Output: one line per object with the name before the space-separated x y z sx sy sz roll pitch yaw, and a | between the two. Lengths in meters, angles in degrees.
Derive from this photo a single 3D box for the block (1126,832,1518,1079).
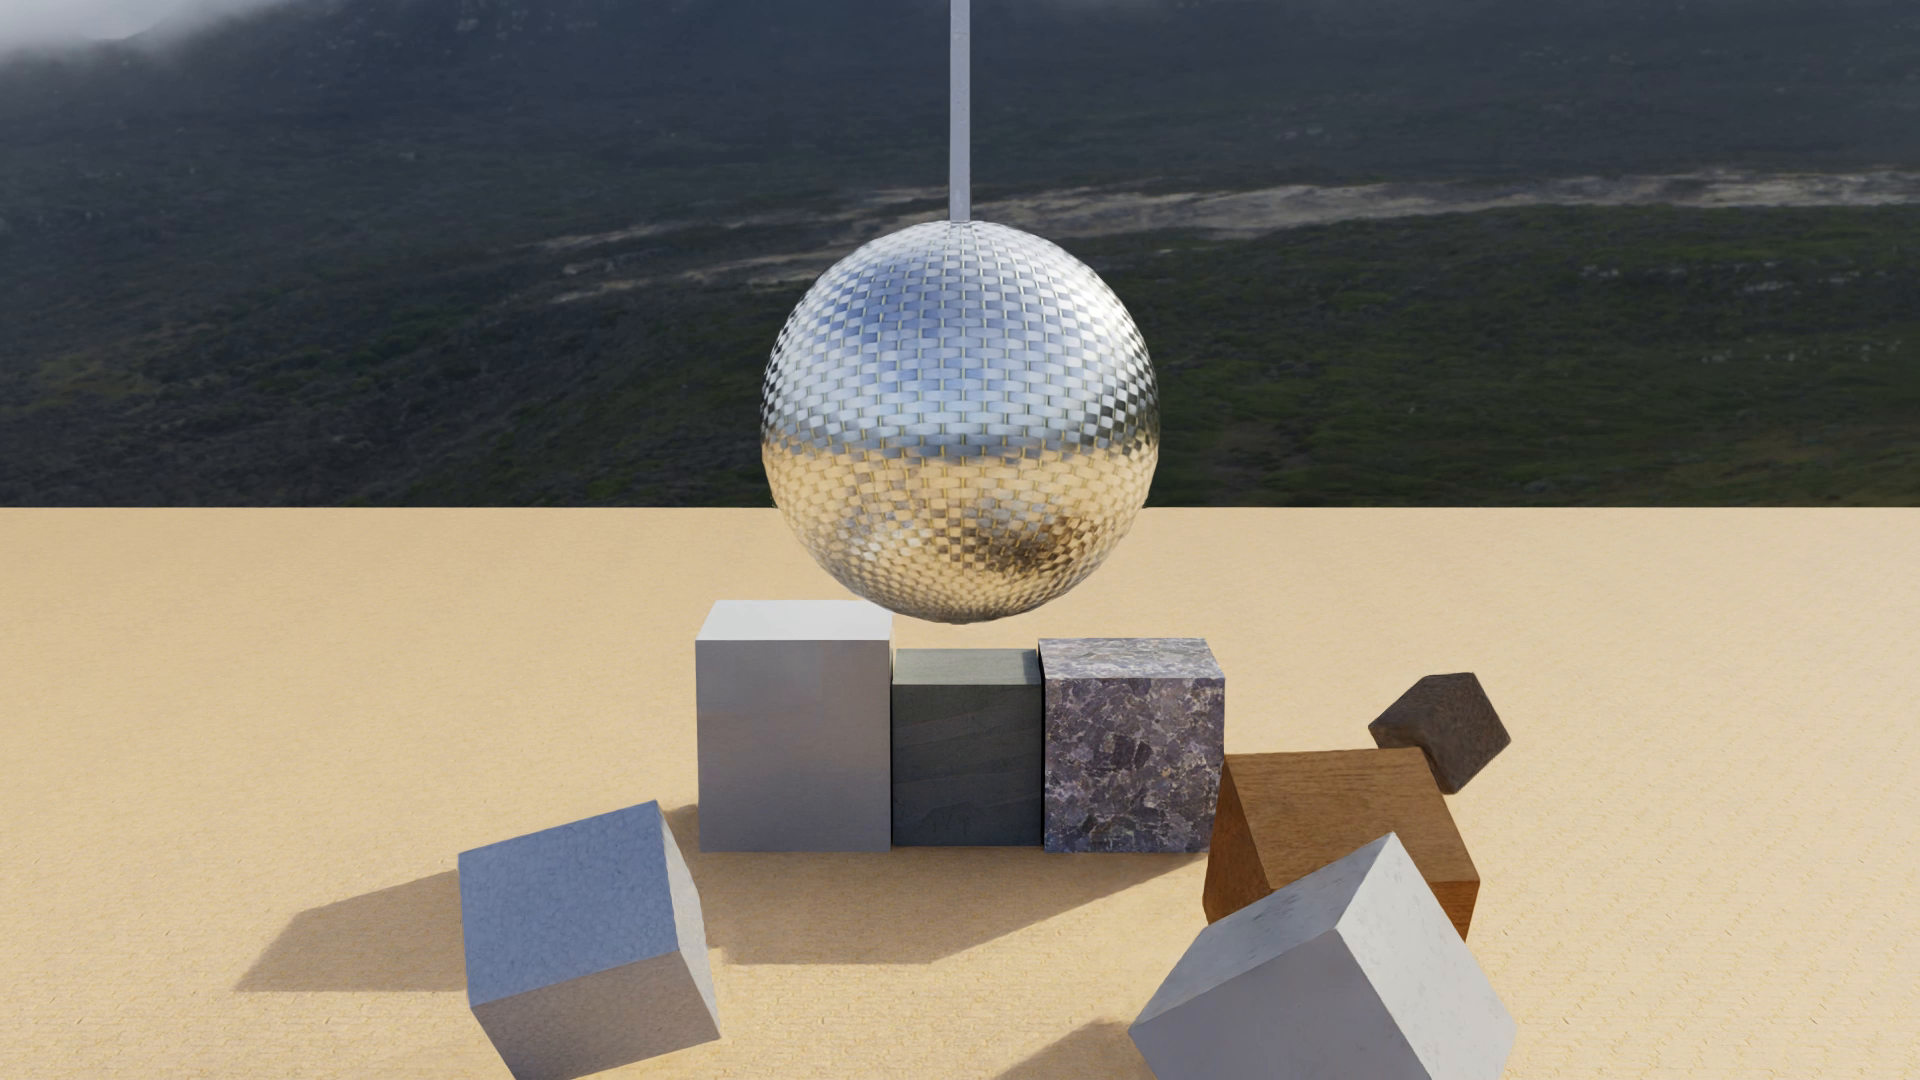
block | 1.228 1.633 7.339 0.816 0.796 0.883 -33 -1 26

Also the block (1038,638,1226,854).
block | 0.861 1.041 11.333 0.884 0.896 0.887 0 10 0

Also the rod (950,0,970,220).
rod | 0.000 -3.789 9.481 0.080 5.200 0.080 0 -12 0

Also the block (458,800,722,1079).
block | -1.380 1.515 8.208 0.763 0.647 0.670 -15 48 -2

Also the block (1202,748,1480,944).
block | 1.500 1.413 8.831 0.820 0.810 0.792 -1 34 -7

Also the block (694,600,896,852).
block | -0.824 0.940 11.364 0.955 1.085 0.958 0 10 0

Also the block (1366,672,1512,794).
block | 2.573 1.042 11.804 0.494 0.446 0.400 -36 11 -27

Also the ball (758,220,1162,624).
ball | 0.000 -0.466 8.764 1.600 1.600 1.600 0 10 0

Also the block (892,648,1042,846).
block | 0.035 1.060 11.392 0.743 0.838 0.787 0 10 0
